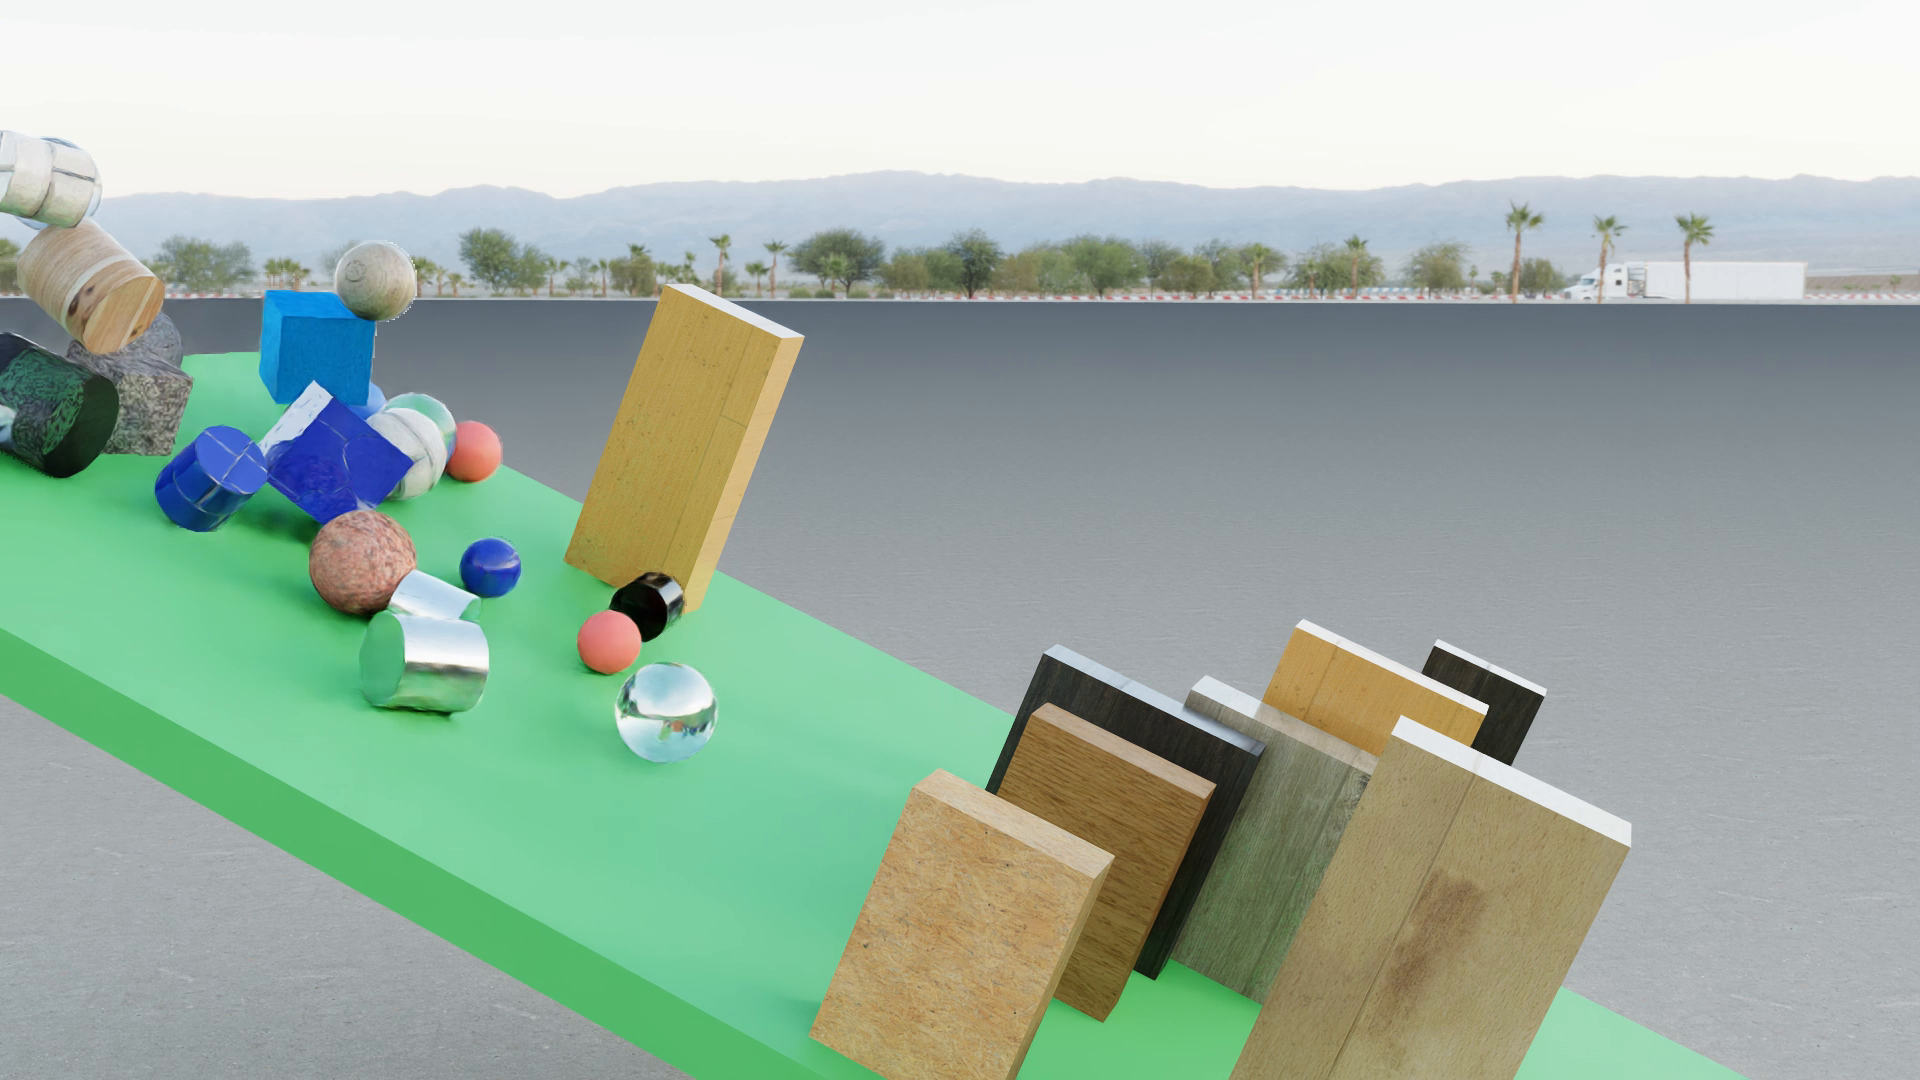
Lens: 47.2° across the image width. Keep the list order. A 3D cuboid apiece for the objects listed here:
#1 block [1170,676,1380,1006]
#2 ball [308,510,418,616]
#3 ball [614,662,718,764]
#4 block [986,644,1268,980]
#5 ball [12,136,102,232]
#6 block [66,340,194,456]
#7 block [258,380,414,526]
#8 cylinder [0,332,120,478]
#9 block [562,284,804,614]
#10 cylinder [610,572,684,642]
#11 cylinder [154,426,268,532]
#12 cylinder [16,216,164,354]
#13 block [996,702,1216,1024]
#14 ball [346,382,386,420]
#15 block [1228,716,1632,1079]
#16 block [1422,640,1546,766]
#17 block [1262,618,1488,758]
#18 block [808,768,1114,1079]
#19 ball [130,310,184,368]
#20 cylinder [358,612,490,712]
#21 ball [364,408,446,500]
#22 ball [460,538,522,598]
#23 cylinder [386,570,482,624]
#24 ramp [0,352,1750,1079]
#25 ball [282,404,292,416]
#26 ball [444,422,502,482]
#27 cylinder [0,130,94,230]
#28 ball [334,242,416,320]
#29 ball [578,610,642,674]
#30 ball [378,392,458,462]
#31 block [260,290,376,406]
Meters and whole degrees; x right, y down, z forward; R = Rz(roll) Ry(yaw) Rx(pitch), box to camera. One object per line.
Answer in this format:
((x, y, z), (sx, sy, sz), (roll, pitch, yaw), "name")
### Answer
((0.543, 0.570, 4.072), (0.434, 0.480, 0.146), (25, 13, 13), "block")
((-1.109, 0.042, 4.085), (0.197, 0.197, 0.197), (0, 7, 0), "ball")
((-0.531, 0.312, 3.981), (0.185, 0.185, 0.185), (0, 7, 0), "ball")
((0.264, 0.490, 3.980), (0.421, 0.457, 0.101), (25, 13, 13), "block")
((-1.894, -0.740, 4.583), (0.200, 0.200, 0.200), (0, 7, 0), "ball")
((-1.706, -0.288, 4.472), (0.174, 0.174, 0.174), (29, 14, 26), "block")
((-1.260, -0.158, 4.397), (0.208, 0.208, 0.208), (43, -8, -29), "block")
((-1.757, -0.256, 4.181), (0.210, 0.210, 0.210), (25, 12, 11), "cylinder")
((-0.610, -0.198, 4.839), (0.292, 0.664, 0.136), (25, 13, 13), "block")
((-0.654, 0.139, 4.598), (0.125, 0.125, 0.125), (1, 10, 9), "cylinder")
((-1.420, -0.116, 4.173), (0.149, 0.149, 0.149), (-35, -13, 31), "cylinder")
((-1.735, -0.510, 4.390), (0.197, 0.197, 0.197), (40, 17, 10), "cylinder")
((0.195, 0.542, 3.717), (0.318, 0.428, 0.108), (25, 13, 13), "block")
((-1.406, -0.307, 5.120), (0.141, 0.141, 0.141), (0, 7, 0), "ball")
((0.657, 0.677, 3.248), (0.361, 0.739, 0.140), (25, 13, 13), "block")
((0.984, 0.541, 4.620), (0.243, 0.615, 0.081), (25, 13, 13), "block")
((0.703, 0.518, 4.233), (0.385, 0.620, 0.096), (25, 13, 13), "block")
((0.001, 0.594, 3.211), (0.290, 0.418, 0.128), (25, 13, 13), "block")
((-1.757, -0.402, 4.664), (0.207, 0.207, 0.207), (0, 7, 0), "ball")
((-0.923, 0.212, 3.786), (0.160, 0.160, 0.160), (9, -1, -43), "cylinder")
((-1.225, -0.188, 4.801), (0.204, 0.204, 0.204), (0, 7, 0), "ball")
((-0.950, 0.056, 4.452), (0.125, 0.125, 0.125), (0, 7, 0), "ball")
((-0.974, 0.139, 4.068), (0.129, 0.129, 0.129), (24, 10, 5), "cylinder")
((-0.295, 0.517, 4.188), (4.000, 0.100, 2.000), (25, 13, 13), "ramp")
((-1.420, -0.250, 4.849), (0.151, 0.151, 0.151), (0, 7, 0), "ball")
((-1.146, -0.206, 5.141), (0.144, 0.144, 0.144), (0, 7, 0), "ball")
((-1.783, -0.696, 4.247), (0.156, 0.156, 0.156), (7, -4, 44), "cylinder")
((-1.253, -0.554, 4.712), (0.168, 0.168, 0.168), (0, 7, 0), "ball")
((-0.688, 0.200, 4.311), (0.124, 0.124, 0.124), (0, 7, 0), "ball")
((-1.242, -0.239, 5.006), (0.191, 0.191, 0.191), (0, 7, 0), "ball")
((-1.406, -0.420, 4.805), (0.195, 0.195, 0.195), (0, 22, -28), "block")
